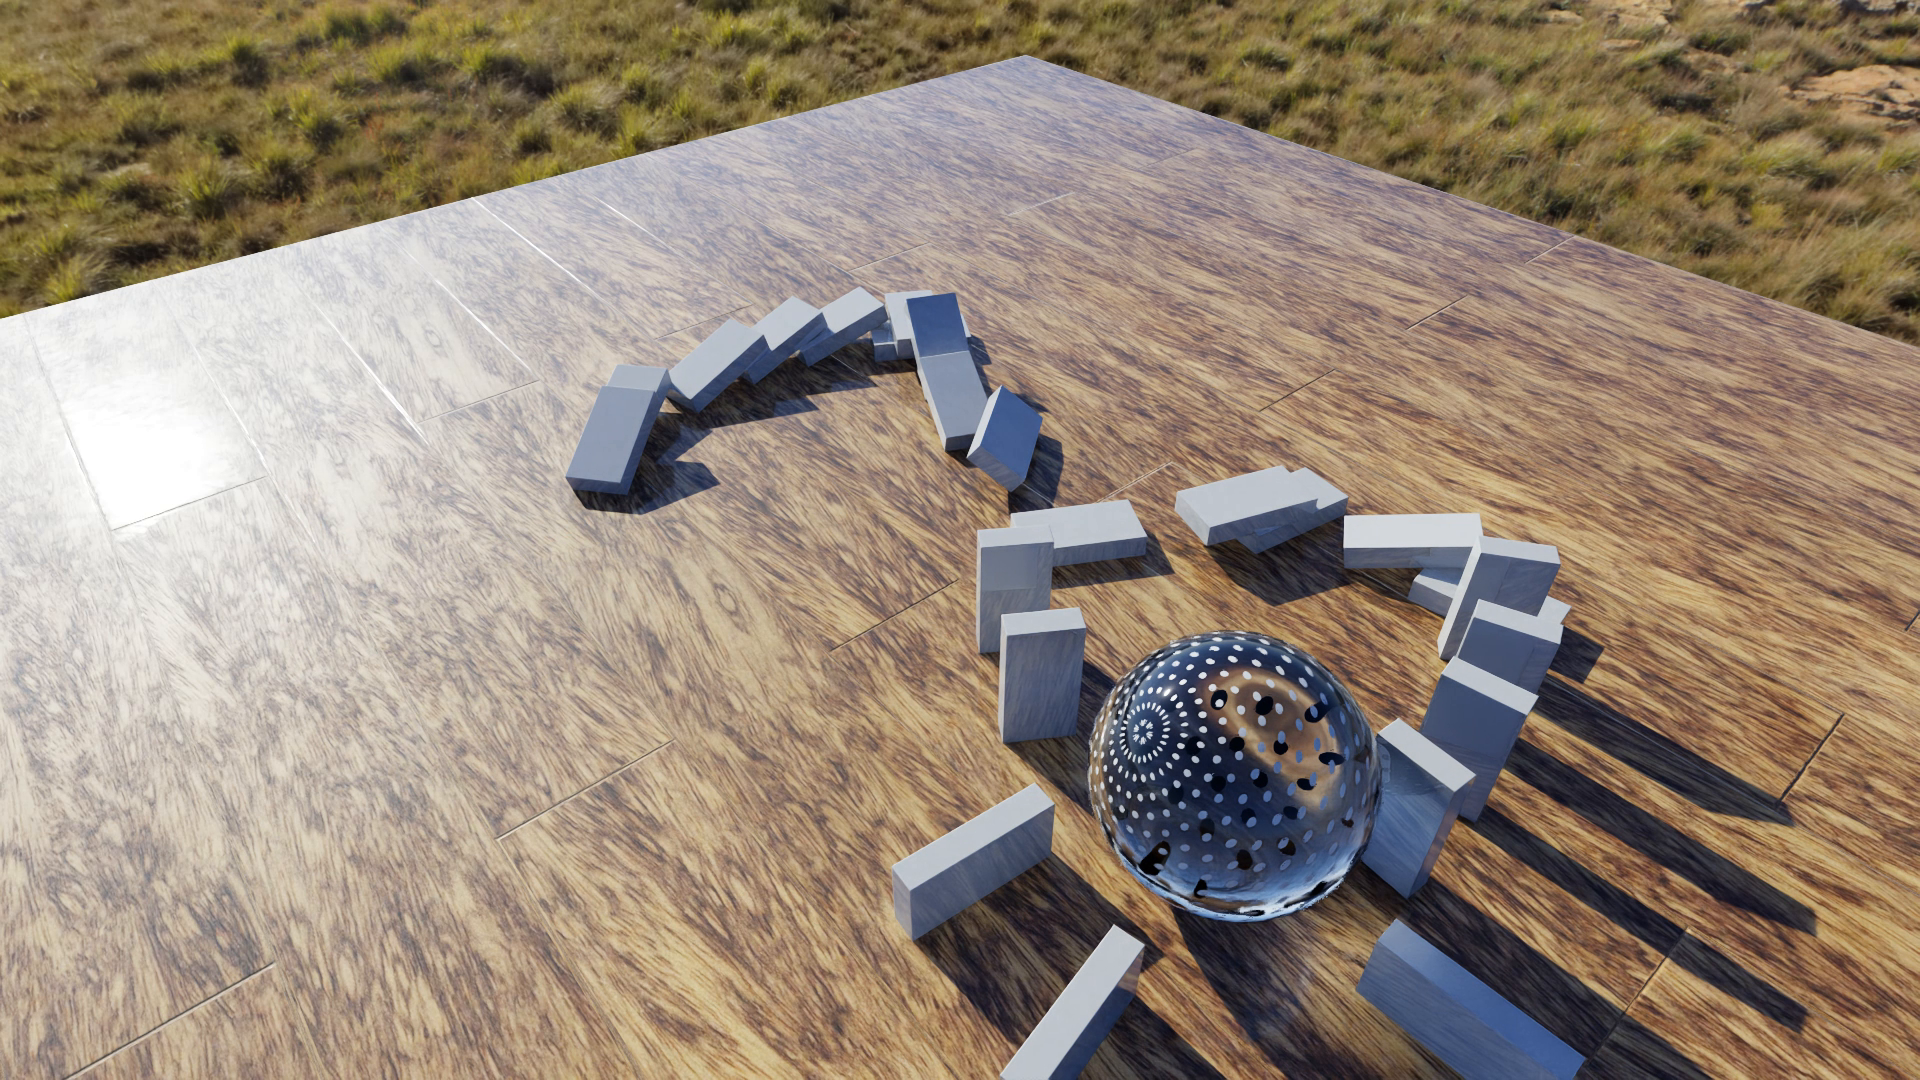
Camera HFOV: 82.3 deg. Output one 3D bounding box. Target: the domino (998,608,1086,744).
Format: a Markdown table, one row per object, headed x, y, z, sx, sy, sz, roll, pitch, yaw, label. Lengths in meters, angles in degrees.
| x | y | z | sx | sy | sz | roll | pitch | yaw | label |
| --- | --- | --- | --- | --- | --- | --- | --- | --- | --- |
| 0.026 | 0.045 | 0.357 | 0.025 | 0.050 | 0.009 | -5 | 40 | -6 | domino |

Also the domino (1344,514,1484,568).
| x | y | z | sx | sy | sz | roll | pitch | yaw | label |
| --- | --- | --- | --- | --- | --- | --- | --- | --- | --- |
| 0.177 | 0.000 | 0.432 | 0.050 | 0.010 | 0.025 | -1 | 31 | 21 | domino |

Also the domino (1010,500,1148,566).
| x | y | z | sx | sy | sz | roll | pitch | yaw | label |
| --- | --- | --- | --- | --- | --- | --- | --- | --- | --- |
| 0.048 | -0.002 | 0.446 | 0.050 | 0.010 | 0.025 | -7 | 40 | -9 | domino |

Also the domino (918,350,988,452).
| x | y | z | sx | sy | sz | roll | pitch | yaw | label |
| --- | --- | --- | --- | --- | --- | --- | --- | --- | --- |
| -0.001 | -0.065 | 0.512 | 0.025 | 0.010 | 0.050 | -10 | 57 | -12 | domino |

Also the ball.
| x | y | z | sx | sy | sz | roll | pitch | yaw | label |
| --- | --- | --- | --- | --- | --- | --- | --- | --- | --- |
| 0.076 | 0.065 | 0.308 | 0.080 | 0.080 | 0.080 | 0 | 39 | 0 | ball |

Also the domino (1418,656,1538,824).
| x | y | z | sx | sy | sz | roll | pitch | yaw | label |
| --- | --- | --- | --- | --- | --- | --- | --- | --- | --- |
| 0.154 | 0.062 | 0.336 | 0.025 | 0.050 | 0.009 | 29 | 47 | 30 | domino |

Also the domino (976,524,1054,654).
| x | y | z | sx | sy | sz | roll | pitch | yaw | label |
| --- | --- | --- | --- | --- | --- | --- | --- | --- | --- |
| 0.019 | 0.018 | 0.390 | 0.025 | 0.050 | 0.010 | -4 | 40 | -5 | domino |

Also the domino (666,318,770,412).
| x | y | z | sx | sy | sz | roll | pitch | yaw | label |
| --- | --- | --- | --- | --- | --- | --- | --- | --- | --- |
| -0.120 | -0.085 | 0.537 | 0.025 | 0.009 | 0.050 | 28 | 64 | 30 | domino |

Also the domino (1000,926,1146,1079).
| x | y | z | sx | sy | sz | roll | pitch | yaw | label |
| --- | --- | --- | --- | --- | --- | --- | --- | --- | --- |
| 0.029 | 0.125 | 0.279 | 0.010 | 0.025 | 0.050 | 27 | 46 | 29 | domino |

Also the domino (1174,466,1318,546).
| x | y | z | sx | sy | sz | roll | pitch | yaw | label |
| --- | --- | --- | --- | --- | --- | --- | --- | --- | --- |
| 0.116 | -0.014 | 0.446 | 0.050 | 0.010 | 0.025 | -14 | 41 | -17 | domino |

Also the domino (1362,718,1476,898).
| x | y | z | sx | sy | sz | roll | pitch | yaw | label |
| --- | --- | --- | --- | --- | --- | --- | --- | --- | --- |
| 0.127 | 0.078 | 0.316 | 0.009 | 0.050 | 0.025 | -25 | 45 | -27 | domino |

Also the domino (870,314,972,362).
| x | y | z | sx | sy | sz | roll | pitch | yaw | label |
| --- | --- | --- | --- | --- | --- | --- | --- | --- | --- |
| -0.021 | -0.105 | 0.572 | 0.050 | 0.010 | 0.025 | -7 | 40 | -8 | domino |

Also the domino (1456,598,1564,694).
| x | y | z | sx | sy | sz | roll | pitch | yaw | label |
| --- | --- | --- | --- | --- | --- | --- | --- | --- | --- |
| 0.173 | 0.045 | 0.357 | 0.025 | 0.050 | 0.009 | 19 | 43 | 22 | domino |

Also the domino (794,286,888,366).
| x | y | z | sx | sy | sz | roll | pitch | yaw | label |
| --- | --- | --- | --- | --- | --- | --- | --- | --- | --- |
| -0.065 | -0.111 | 0.569 | 0.050 | 0.010 | 0.025 | -34 | 48 | -15 | domino |

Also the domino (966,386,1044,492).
| x | y | z | sx | sy | sz | roll | pitch | yaw | label |
| --- | --- | --- | --- | --- | --- | --- | --- | --- | --- |
| 0.021 | -0.046 | 0.489 | 0.025 | 0.009 | 0.050 | 37 | 39 | -15 | domino |

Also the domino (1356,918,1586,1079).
| x | y | z | sx | sy | sz | roll | pitch | yaw | label |
| --- | --- | --- | --- | --- | --- | --- | --- | --- | --- |
| 0.128 | 0.123 | 0.281 | 0.010 | 0.025 | 0.050 | -30 | 48 | -31 | domino |

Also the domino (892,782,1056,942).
| x | y | z | sx | sy | sz | roll | pitch | yaw | label |
| --- | --- | --- | --- | --- | --- | --- | --- | --- | --- |
| 0.004 | 0.093 | 0.318 | 0.050 | 0.025 | 0.009 | -24 | 45 | -26 | domino |

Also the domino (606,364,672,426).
| x | y | z | sx | sy | sz | roll | pitch | yaw | label |
| --- | --- | --- | --- | --- | --- | --- | --- | --- | --- |
| -0.154 | -0.060 | 0.509 | 0.025 | 0.010 | 0.050 | 5 | 51 | 6 | domino |

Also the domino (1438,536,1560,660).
| x | y | z | sx | sy | sz | roll | pitch | yaw | label |
| --- | --- | --- | --- | --- | --- | --- | --- | --- | --- |
| 0.187 | 0.023 | 0.384 | 0.025 | 0.050 | 0.009 | 9 | 40 | 11 | domino |

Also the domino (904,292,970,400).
| x | y | z | sx | sy | sz | roll | pitch | yaw | label |
| --- | --- | --- | --- | --- | --- | --- | --- | --- | --- |
| -0.010 | -0.095 | 0.537 | 0.025 | 0.010 | 0.050 | -10 | 77 | -12 | domino |

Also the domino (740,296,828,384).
| x | y | z | sx | sy | sz | roll | pitch | yaw | label |
| --- | --- | --- | --- | --- | --- | --- | --- | --- | --- |
| -0.094 | -0.101 | 0.556 | 0.050 | 0.009 | 0.025 | -43 | 52 | -19 | domino |

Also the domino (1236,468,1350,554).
| x | y | z | sx | sy | sz | roll | pitch | yaw | label |
| --- | --- | --- | --- | --- | --- | --- | --- | --- | --- |
| 0.134 | -0.013 | 0.459 | 0.050 | 0.010 | 0.025 | -21 | 44 | -24 | domino |

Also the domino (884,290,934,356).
| x | y | z | sx | sy | sz | roll | pitch | yaw | label |
| --- | --- | --- | --- | --- | --- | --- | --- | --- | --- |
| -0.023 | -0.112 | 0.565 | 0.025 | 0.009 | 0.050 | -6 | 40 | -8 | domino |

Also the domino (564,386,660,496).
| x | y | z | sx | sy | sz | roll | pitch | yaw | label |
| --- | --- | --- | --- | --- | --- | --- | --- | --- | --- |
| -0.152 | -0.044 | 0.484 | 0.025 | 0.010 | 0.050 | 6 | 60 | 7 | domino |

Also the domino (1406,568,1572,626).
| x | y | z | sx | sy | sz | roll | pitch | yaw | label |
| --- | --- | --- | --- | --- | --- | --- | --- | --- | --- |
| 0.199 | 0.024 | 0.415 | 0.050 | 0.009 | 0.025 | 29 | 48 | 31 | domino |
